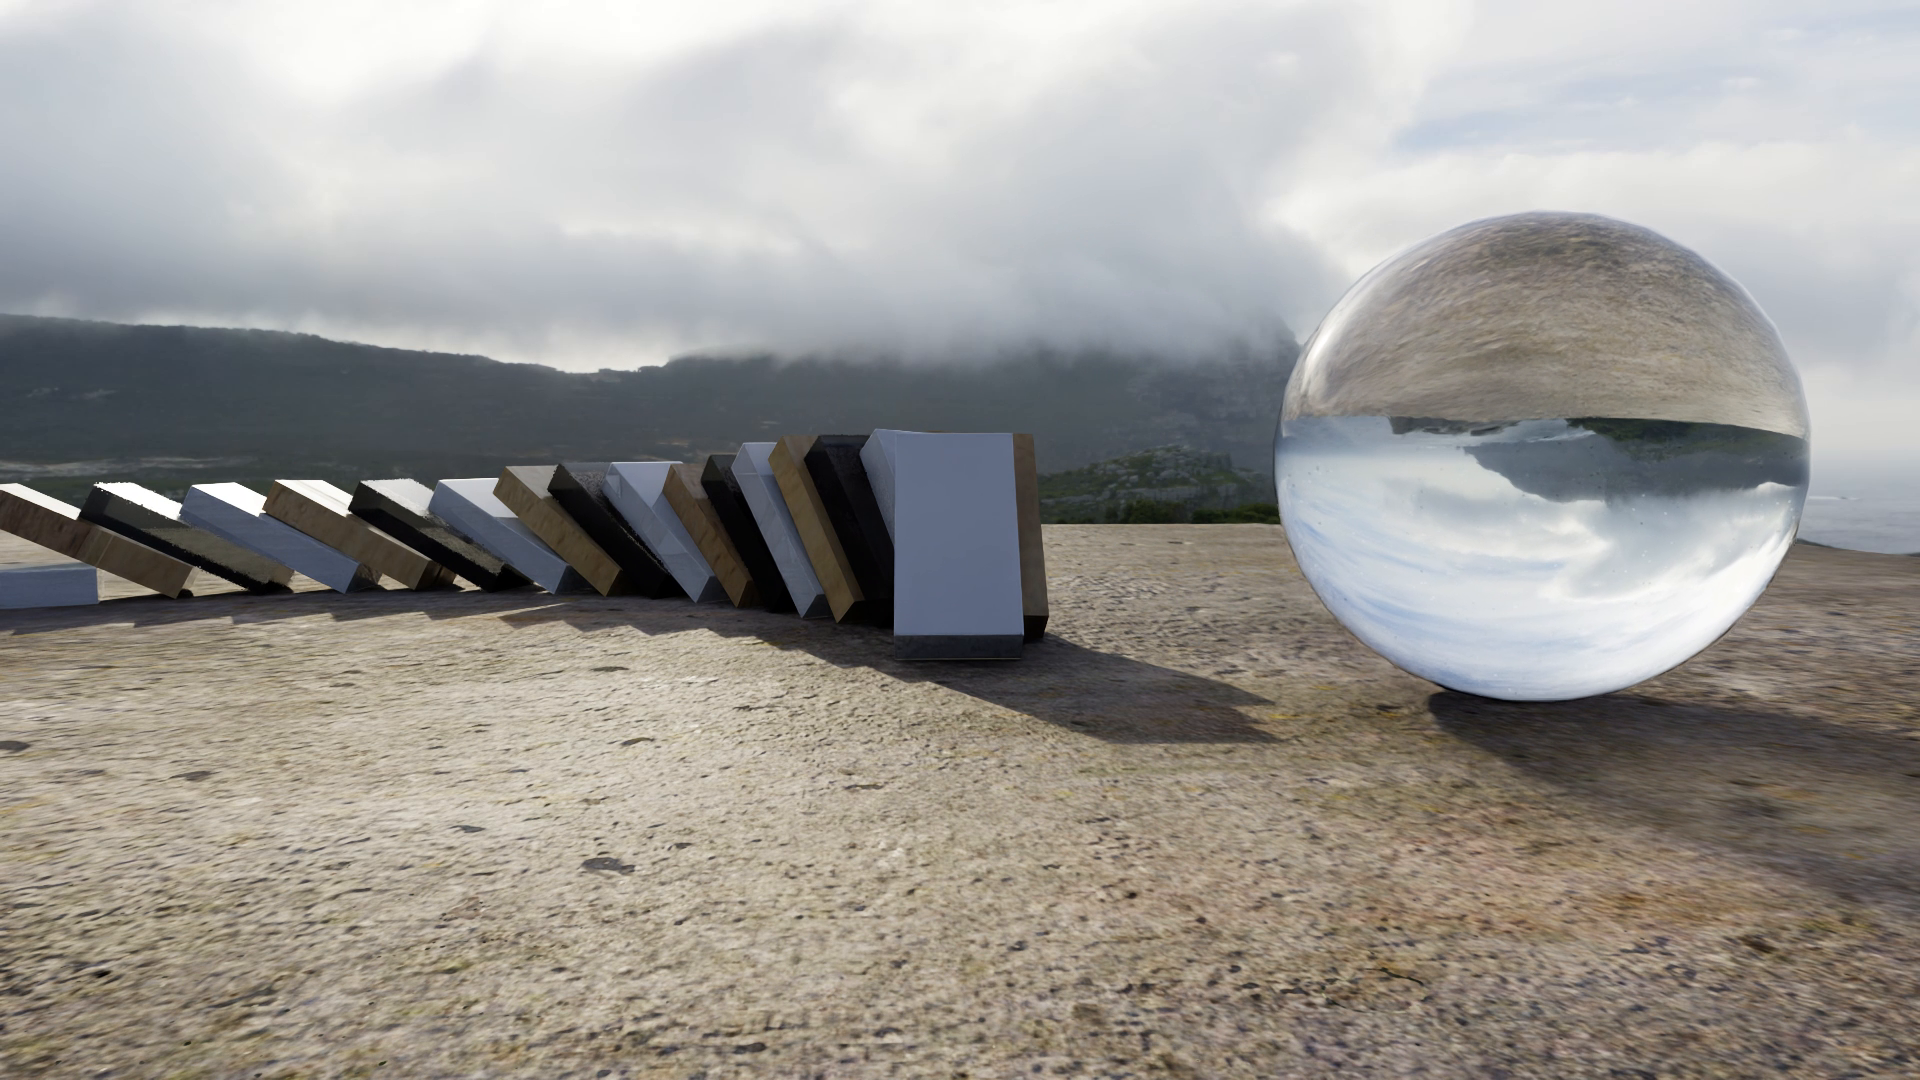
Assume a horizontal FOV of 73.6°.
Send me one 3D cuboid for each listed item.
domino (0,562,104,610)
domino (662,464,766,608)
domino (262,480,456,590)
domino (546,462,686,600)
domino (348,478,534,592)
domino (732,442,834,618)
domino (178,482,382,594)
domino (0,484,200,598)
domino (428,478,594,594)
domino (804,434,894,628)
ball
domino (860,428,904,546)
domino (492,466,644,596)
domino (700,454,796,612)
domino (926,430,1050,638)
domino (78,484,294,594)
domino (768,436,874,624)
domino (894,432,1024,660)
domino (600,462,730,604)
[{"bbox_3d":[-0.257,0.012,0.339,0.050,0.009,0.025,-2,5,-30],"label":"domino"},{"bbox_3d":[-0.059,-0.002,0.352,0.025,0.009,0.050,-4,41,-40],"label":"domino"},{"bbox_3d":[-0.175,-0.002,0.379,0.050,0.009,0.025,27,3,1],"label":"domino"},{"bbox_3d":[-0.093,-0.004,0.368,0.050,0.009,0.025,42,23,22],"label":"domino"},{"bbox_3d":[-0.152,-0.002,0.381,0.050,0.010,0.025,29,9,7],"label":"domino"},{"bbox_3d":[-0.037,-0.004,0.329,0.025,0.050,0.010,-3,-38,-39],"label":"domino"},{"bbox_3d":[-0.196,-0.001,0.374,0.050,0.009,0.025,26,2,-6],"label":"domino"},{"bbox_3d":[-0.238,0.000,0.353,0.050,0.009,0.025,28,-8,-23],"label":"domino"},{"bbox_3d":[-0.129,-0.002,0.380,0.050,0.010,0.025,31,14,16],"label":"domino"},{"bbox_3d":[-0.017,-0.003,0.312,0.025,0.050,0.010,-3,-34,-38],"label":"domino"},{"bbox_3d":[0.093,-0.013,0.212,0.080,0.080,0.080,0,4,0],"label":"ball"},{"bbox_3d":[-0.004,-0.004,0.307,0.025,0.050,0.010,2,-37,-36],"label":"domino"},{"bbox_3d":[-0.110,-0.004,0.375,0.050,0.010,0.025,38,19,18],"label":"domino"},{"bbox_3d":[-0.047,-0.003,0.341,0.025,0.009,0.050,-3,45,-38],"label":"domino"},{"bbox_3d":[0.005,-0.002,0.290,0.025,0.050,0.010,1,-35,-6],"label":"domino"},{"bbox_3d":[-0.218,-0.001,0.366,0.050,0.009,0.025,27,-3,-13],"label":"domino"},{"bbox_3d":[-0.027,-0.004,0.320,0.025,0.050,0.010,-3,-34,-38],"label":"domino"},{"bbox_3d":[-0.001,0.000,0.264,0.025,0.050,0.010,0,-35,-2],"label":"domino"},{"bbox_3d":[-0.077,-0.003,0.361,0.050,0.009,0.025,44,28,27],"label":"domino"}]
